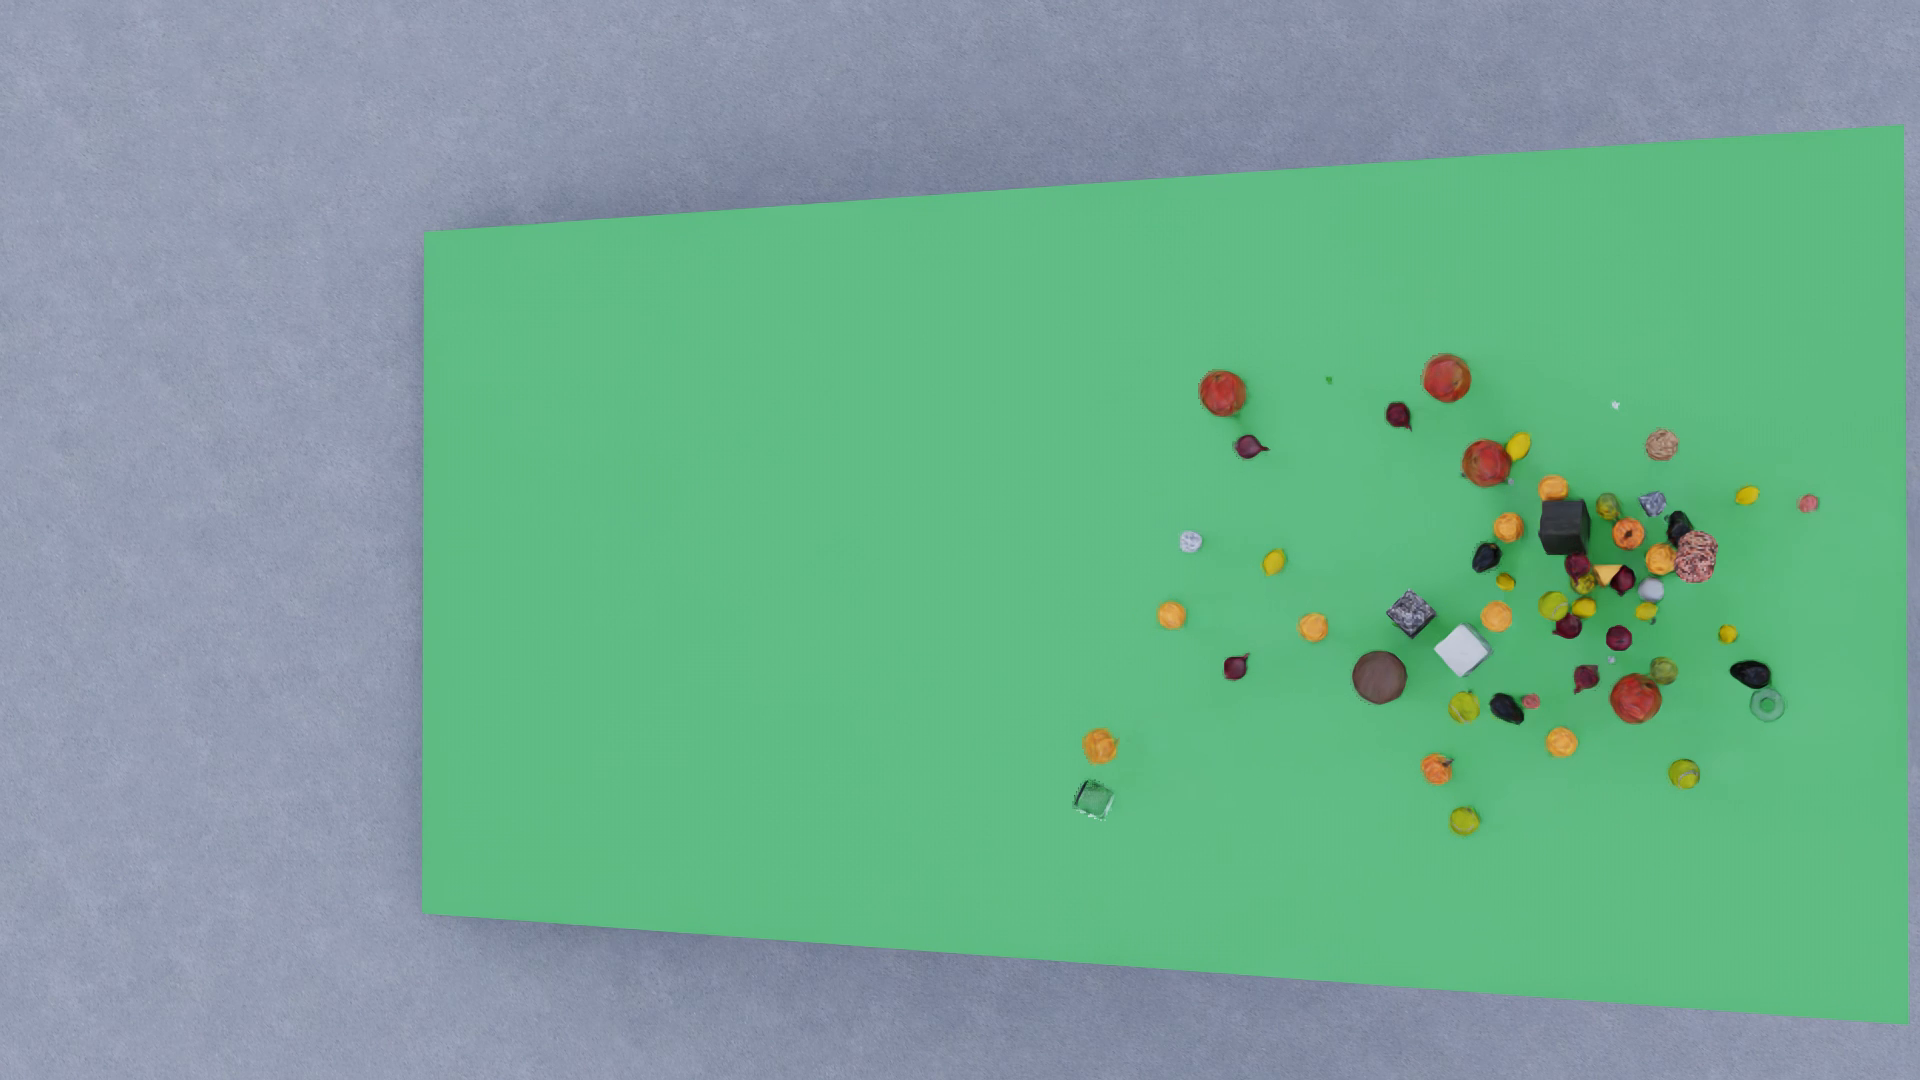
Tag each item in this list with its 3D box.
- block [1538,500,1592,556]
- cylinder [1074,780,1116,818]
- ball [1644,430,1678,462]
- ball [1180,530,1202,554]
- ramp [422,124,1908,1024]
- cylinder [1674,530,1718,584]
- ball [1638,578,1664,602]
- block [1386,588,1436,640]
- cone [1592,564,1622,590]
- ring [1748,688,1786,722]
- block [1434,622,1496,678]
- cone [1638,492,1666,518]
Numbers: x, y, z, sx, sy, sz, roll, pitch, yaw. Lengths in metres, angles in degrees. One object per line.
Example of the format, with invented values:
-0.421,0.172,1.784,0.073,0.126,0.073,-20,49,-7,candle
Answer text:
1.406,-0.029,5.109,0.093,0.093,0.093,0,58,28,block
0.342,0.656,5.569,0.077,0.077,0.077,25,89,14,cylinder
1.602,-0.216,5.018,0.074,0.074,0.074,0,89,0,ball
0.578,0.004,5.506,0.057,0.057,0.057,0,89,0,ball
0.283,0.085,5.717,4.000,0.100,2.000,0,89,23,ramp
1.649,0.038,4.926,0.085,0.085,0.085,13,128,17,cylinder
1.594,0.115,5.070,0.059,0.059,0.059,0,89,0,ball
1.081,0.177,5.268,0.082,0.082,0.082,-45,73,5,block
1.497,0.072,5.062,0.063,0.063,0.063,-25,89,5,cone
1.829,0.374,4.985,0.078,0.026,0.078,0,91,23,ring
1.197,0.261,5.220,0.092,0.092,0.092,-45,73,16,block
1.569,-0.089,5.027,0.061,0.061,0.061,16,89,-32,cone
